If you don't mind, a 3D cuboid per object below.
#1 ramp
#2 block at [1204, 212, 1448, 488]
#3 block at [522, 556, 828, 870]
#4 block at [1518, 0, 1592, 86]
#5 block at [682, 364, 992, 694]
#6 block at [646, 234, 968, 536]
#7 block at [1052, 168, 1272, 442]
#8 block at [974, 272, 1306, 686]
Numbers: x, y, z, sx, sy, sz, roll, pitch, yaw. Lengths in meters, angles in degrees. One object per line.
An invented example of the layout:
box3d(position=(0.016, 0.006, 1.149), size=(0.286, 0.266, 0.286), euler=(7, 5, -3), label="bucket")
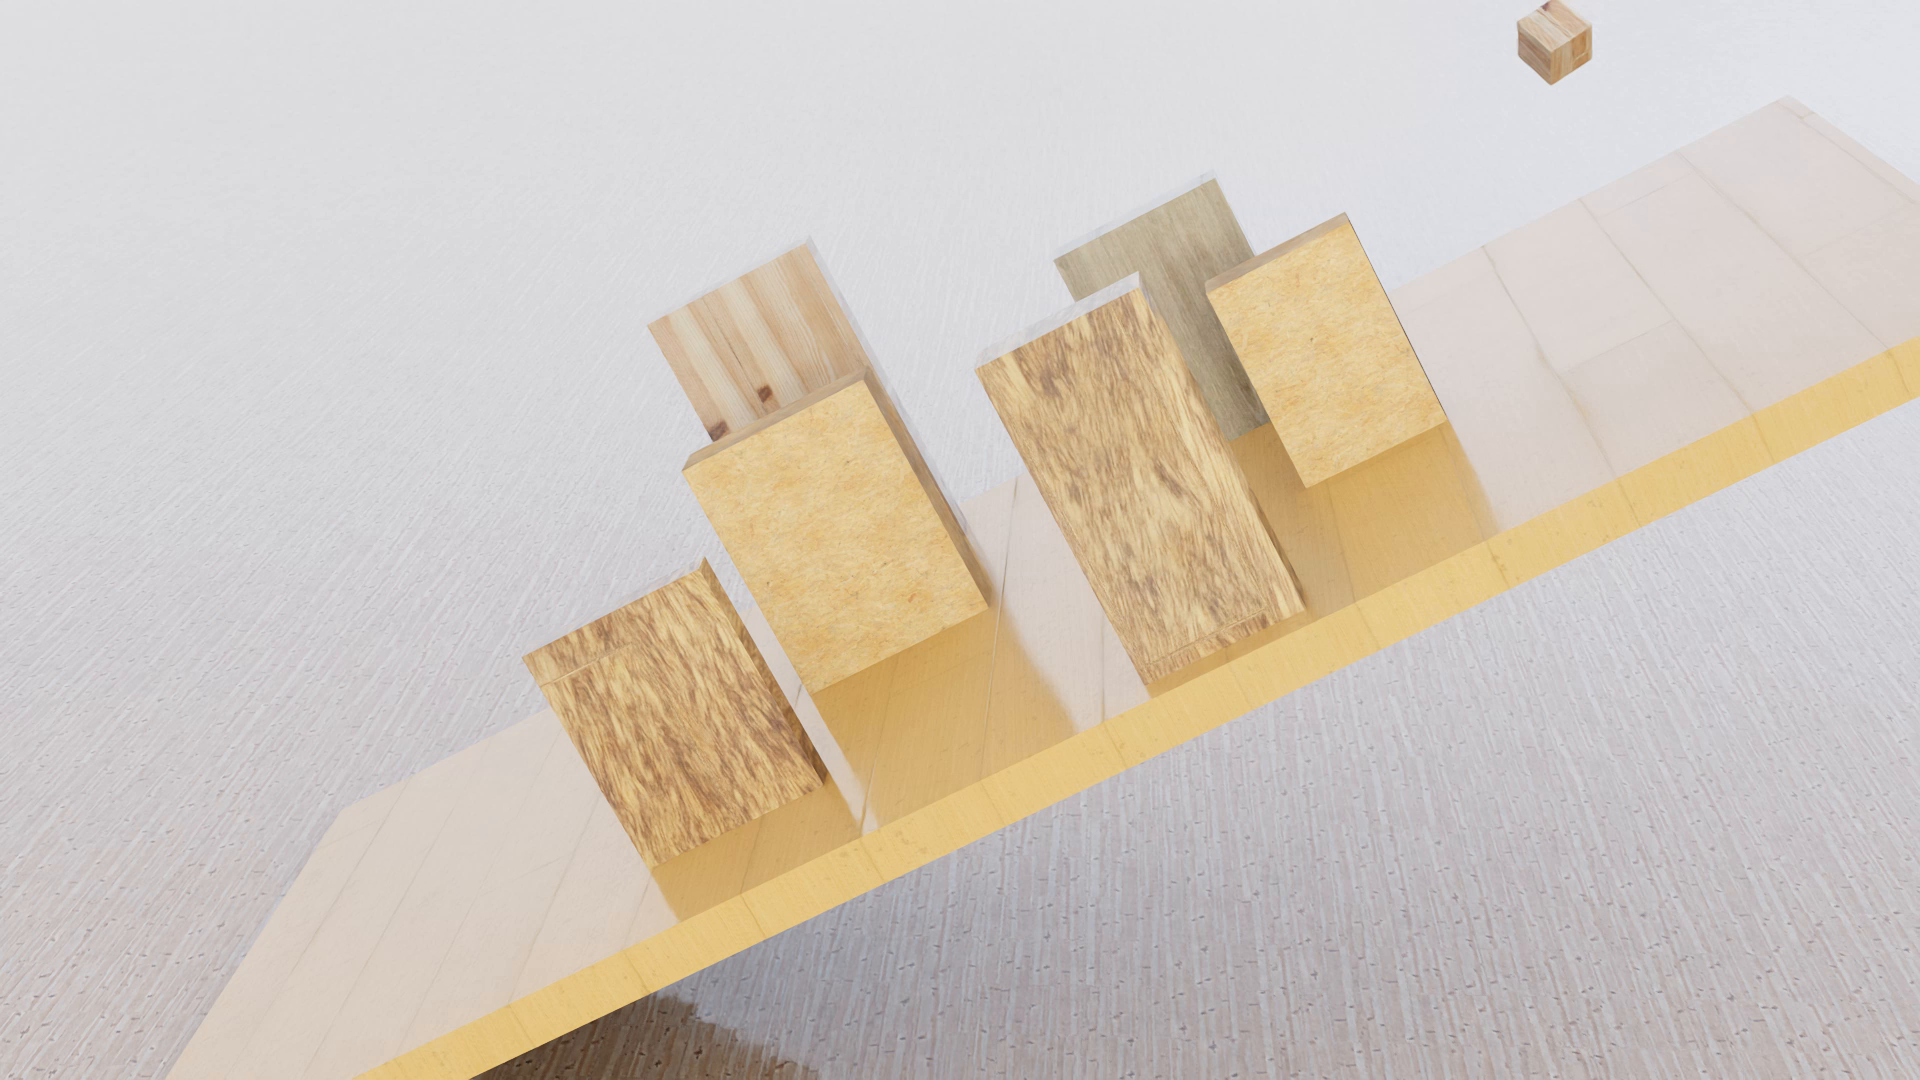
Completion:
box3d(position=(0.141, 0.167, 6.281), size=(4.000, 0.100, 2.000), euler=(-26, 14, 11), label="ramp")
box3d(position=(0.735, -0.381, 5.913), size=(0.314, 0.452, 0.111), euler=(-26, 14, 11), label="block")
box3d(position=(-0.557, 0.342, 5.770), size=(0.398, 0.500, 0.083), euler=(-26, 14, 11), label="block")
box3d(position=(1.223, -1.027, 6.048), size=(0.107, 0.107, 0.107), euler=(-34, 59, -9), label="block")
box3d(position=(-0.261, -0.020, 6.338), size=(0.441, 0.567, 0.136), euler=(-26, 14, 11), label="block")
box3d(position=(-0.356, -0.271, 6.953), size=(0.423, 0.790, 0.103), euler=(-26, 14, 11), label="block")
box3d(position=(0.509, -0.484, 6.530), size=(0.396, 0.545, 0.112), euler=(-26, 14, 11), label="block")
box3d(position=(0.327, -0.108, 5.298), size=(0.326, 0.664, 0.134), euler=(-26, 14, 11), label="block")
